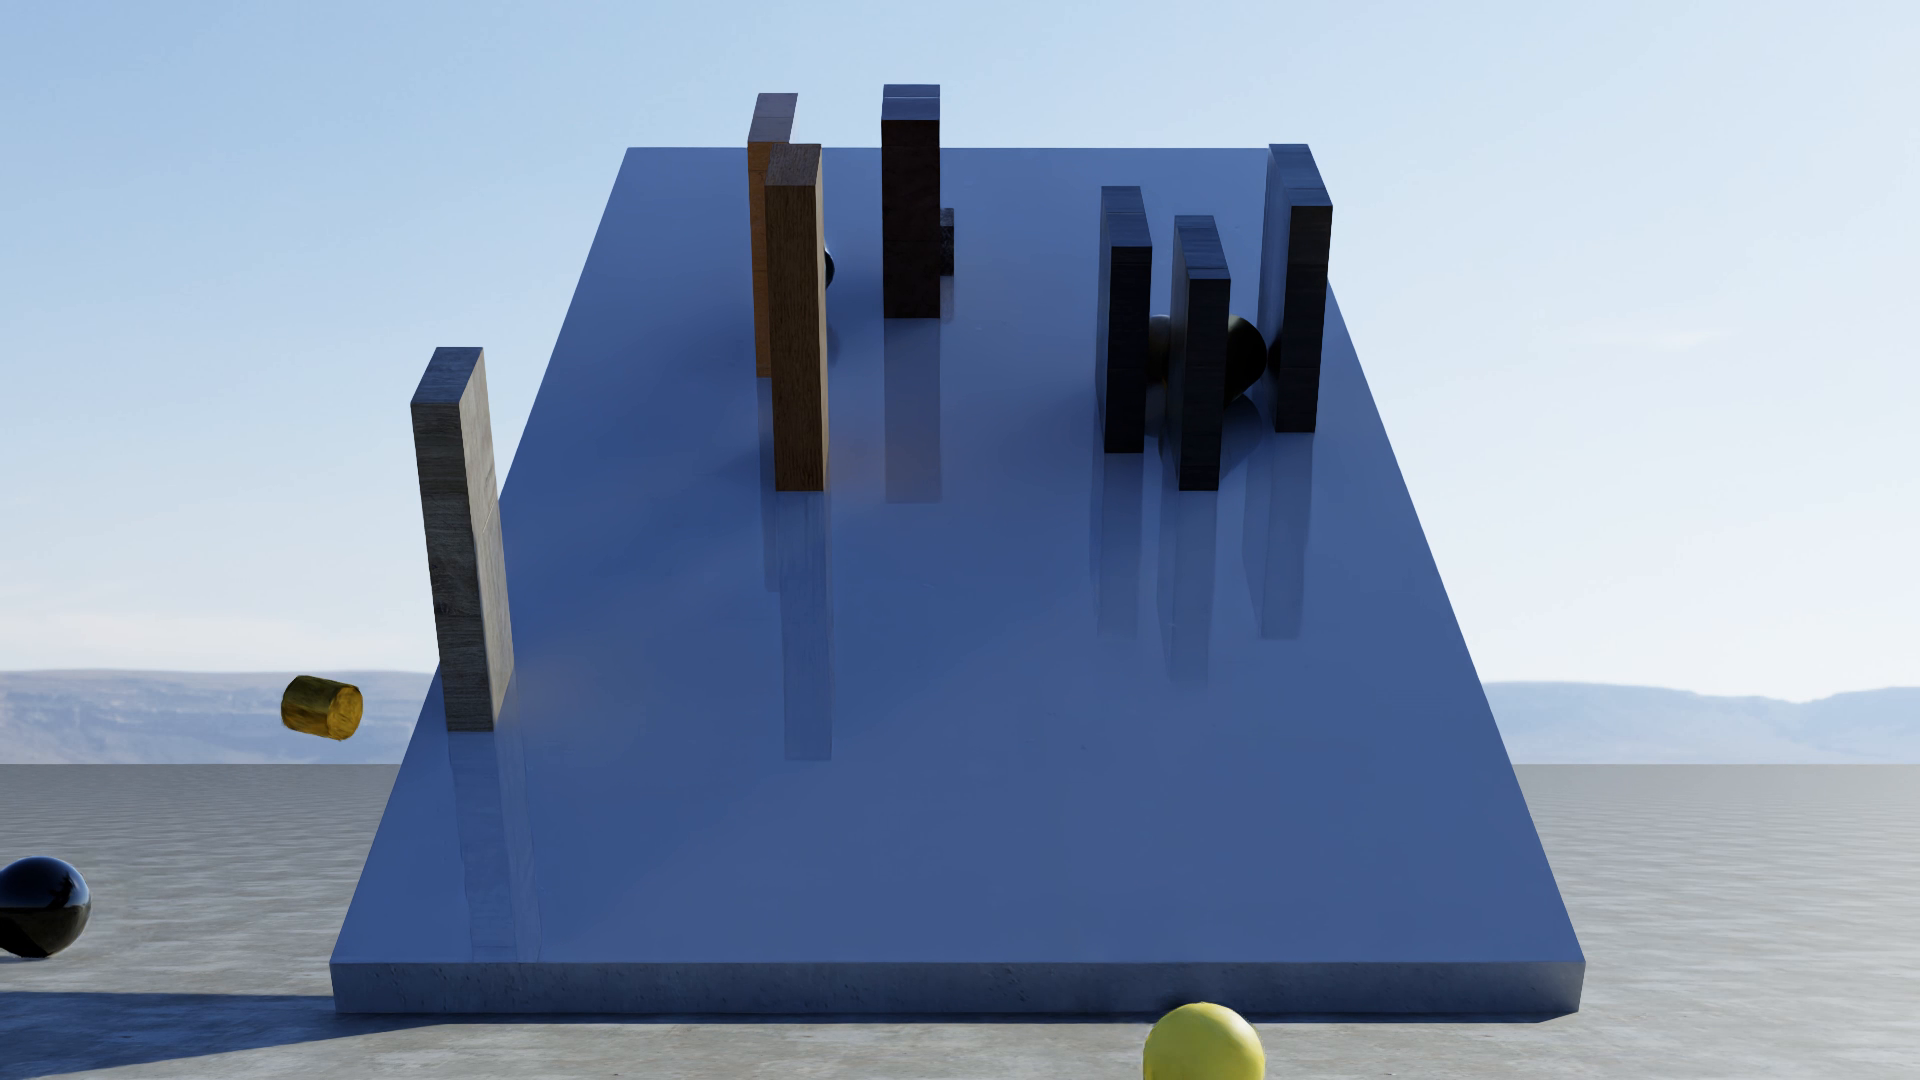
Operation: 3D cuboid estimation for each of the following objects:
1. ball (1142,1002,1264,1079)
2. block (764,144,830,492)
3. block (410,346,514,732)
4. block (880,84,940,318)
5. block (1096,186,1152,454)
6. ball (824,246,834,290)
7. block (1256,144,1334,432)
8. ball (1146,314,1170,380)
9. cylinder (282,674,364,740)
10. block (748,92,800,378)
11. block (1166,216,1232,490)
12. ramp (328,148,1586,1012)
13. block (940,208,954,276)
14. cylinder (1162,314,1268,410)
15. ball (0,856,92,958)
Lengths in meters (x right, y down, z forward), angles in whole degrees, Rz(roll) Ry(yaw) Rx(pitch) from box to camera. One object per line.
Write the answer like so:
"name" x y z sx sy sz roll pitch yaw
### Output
"ball" 0.271 0.584 2.655 0.136 0.136 0.136 0 -5 0
"block" -0.353 -0.483 5.213 0.106 0.707 0.271 0 28 0
"block" -0.900 0.002 4.342 0.084 0.664 0.242 0 28 0
"block" -0.124 -0.872 6.136 0.145 0.528 0.293 0 28 0
"block" 0.373 -0.510 5.489 0.089 0.500 0.389 0 28 0
"ball" -0.406 -0.698 6.154 0.165 0.165 0.165 0 -5 0
"block" 0.777 -0.594 5.592 0.092 0.554 0.427 0 28 0
"ball" 0.486 -0.467 5.774 0.157 0.157 0.157 0 -5 0
"cylinder" -1.229 0.323 4.600 0.109 0.109 0.109 9 -1 22
"block" -0.445 -0.746 5.824 0.098 0.596 0.371 0 28 0
"block" 0.527 -0.420 5.318 0.087 0.501 0.384 0 28 0
"ramp" -0.011 -0.223 5.584 2.000 0.100 4.000 0 28 0
"block" -0.087 -0.802 6.418 0.141 0.141 0.141 0 28 0
"cylinder" 0.602 -0.414 5.641 0.189 0.189 0.189 -4 22 34
"ball" -1.891 0.751 4.888 0.208 0.208 0.208 0 -5 0
